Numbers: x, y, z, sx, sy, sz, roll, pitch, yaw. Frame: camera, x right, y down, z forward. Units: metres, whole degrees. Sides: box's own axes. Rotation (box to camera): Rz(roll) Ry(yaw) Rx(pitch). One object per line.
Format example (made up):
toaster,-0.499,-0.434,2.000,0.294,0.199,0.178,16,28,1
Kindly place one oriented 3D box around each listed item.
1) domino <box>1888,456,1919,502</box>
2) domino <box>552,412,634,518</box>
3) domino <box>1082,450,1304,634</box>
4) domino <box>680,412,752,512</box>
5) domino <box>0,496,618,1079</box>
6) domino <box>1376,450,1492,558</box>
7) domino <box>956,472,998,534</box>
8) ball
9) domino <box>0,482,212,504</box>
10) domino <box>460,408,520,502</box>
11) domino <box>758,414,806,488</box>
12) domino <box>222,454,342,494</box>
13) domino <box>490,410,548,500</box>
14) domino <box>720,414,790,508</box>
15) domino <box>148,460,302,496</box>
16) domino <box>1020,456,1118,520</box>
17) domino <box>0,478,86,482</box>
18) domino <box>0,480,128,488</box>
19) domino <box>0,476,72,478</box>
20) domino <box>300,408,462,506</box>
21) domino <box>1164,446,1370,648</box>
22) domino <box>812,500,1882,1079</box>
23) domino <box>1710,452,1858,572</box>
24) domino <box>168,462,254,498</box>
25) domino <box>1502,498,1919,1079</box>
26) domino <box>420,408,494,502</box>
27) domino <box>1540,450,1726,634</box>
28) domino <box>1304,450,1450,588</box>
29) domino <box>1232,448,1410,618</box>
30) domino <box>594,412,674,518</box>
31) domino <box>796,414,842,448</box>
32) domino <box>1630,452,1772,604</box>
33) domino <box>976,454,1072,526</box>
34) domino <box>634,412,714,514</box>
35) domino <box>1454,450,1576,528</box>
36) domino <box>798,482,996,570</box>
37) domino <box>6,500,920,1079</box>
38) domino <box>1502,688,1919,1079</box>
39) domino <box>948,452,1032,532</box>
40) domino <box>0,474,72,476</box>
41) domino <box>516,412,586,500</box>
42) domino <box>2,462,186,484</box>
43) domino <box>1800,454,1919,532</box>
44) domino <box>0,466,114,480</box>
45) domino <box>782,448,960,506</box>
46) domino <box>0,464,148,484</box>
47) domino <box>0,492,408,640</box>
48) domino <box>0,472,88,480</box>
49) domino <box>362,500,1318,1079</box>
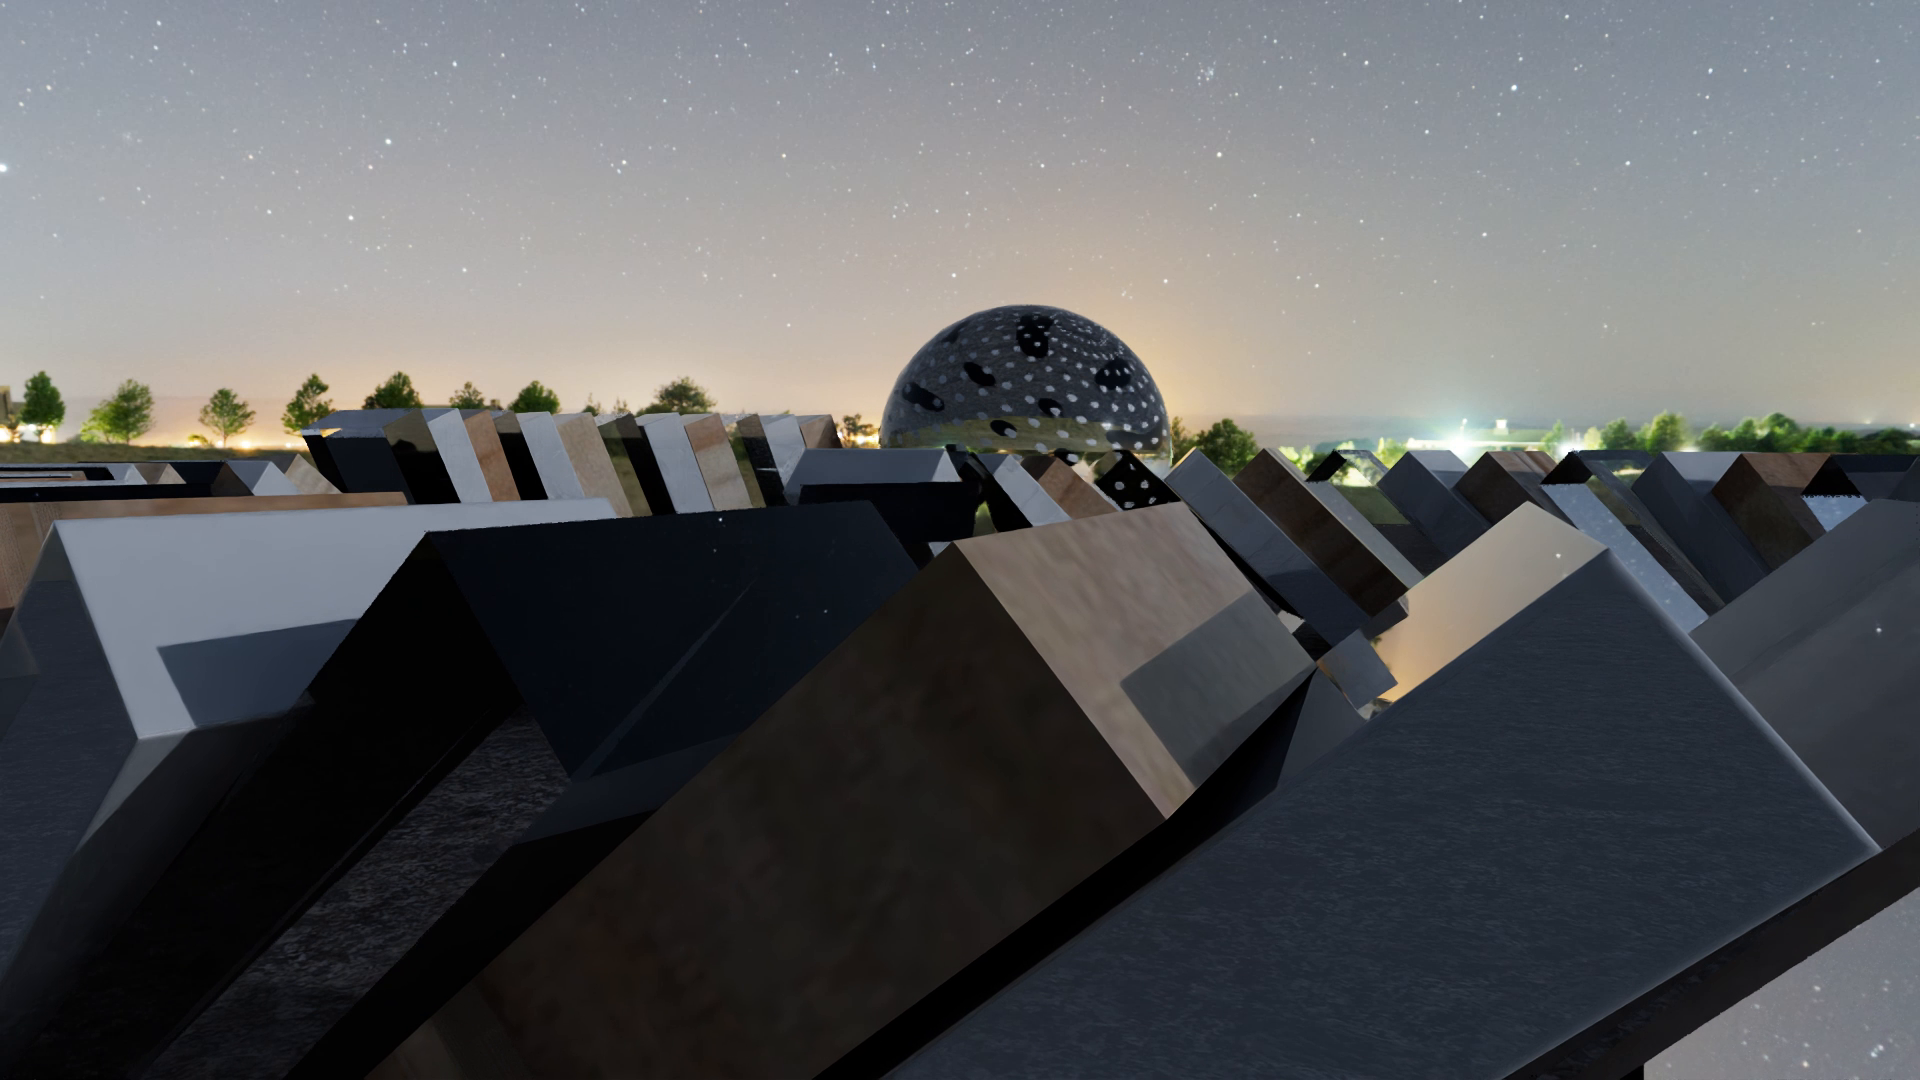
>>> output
domino,0.161,0.008,0.185,0.025,0.009,0.050,0,46,1
domino,-0.090,-0.006,0.317,0.009,0.050,0.025,-29,19,-31
domino,0.048,0.002,0.270,0.050,0.009,0.025,43,2,-5
domino,-0.063,-0.008,0.334,0.010,0.050,0.025,-26,17,-28
domino,-0.039,0.018,0.067,0.050,0.010,0.025,-45,-22,29
domino,0.110,0.002,0.262,0.025,0.010,0.050,-5,50,-50
domino,-0.003,0.005,0.229,0.025,0.010,0.050,3,-38,40
ball,0.017,-0.024,0.349,0.080,0.080,0.080,0,4,0
domino,-0.066,0.016,0.085,0.025,0.009,0.050,-4,-35,-40
domino,-0.109,-0.004,0.287,0.025,0.050,0.009,3,27,31
domino,-0.046,-0.008,0.344,0.009,0.050,0.025,-26,17,-28
domino,-0.119,0.004,0.243,0.025,0.009,0.050,-2,-37,23
domino,-0.105,-0.005,0.299,0.025,0.050,0.010,4,28,41
domino,-0.054,-0.008,0.338,0.009,0.050,0.025,-26,17,-28
domino,-0.119,0.006,0.228,0.025,0.009,0.050,1,-36,15
domino,0.032,0.003,0.265,0.050,0.009,0.025,41,-4,-11
domino,-0.086,0.014,0.108,0.025,0.009,0.050,-3,-36,-30
domino,-0.077,0.015,0.096,0.025,0.009,0.050,-3,-35,-35
domino,-0.095,0.014,0.122,0.025,0.009,0.050,-2,-36,-25
domino,-0.113,-0.002,0.263,0.025,0.050,0.009,2,30,29
domino,0.064,0.001,0.273,0.050,0.009,0.025,45,9,3
domino,0.006,0.019,0.051,0.050,0.009,0.025,-42,-9,18
domino,0.153,0.006,0.216,0.025,0.009,0.050,-1,47,-13
domino,-0.120,0.007,0.212,0.025,0.009,0.050,1,-36,9
domino,0.021,0.019,0.049,0.050,0.010,0.025,-41,-5,13
domino,-0.111,-0.003,0.275,0.025,0.050,0.010,3,28,31
domino,0.136,0.004,0.242,0.025,0.009,0.050,-3,49,-32
domino,0.097,0.002,0.269,0.050,0.010,0.025,50,27,20
domino,0.081,0.001,0.273,0.050,0.009,0.025,47,17,11
domino,-0.081,-0.007,0.323,0.009,0.050,0.025,-28,18,-28
domino,-0.037,-0.009,0.348,0.010,0.050,0.025,-26,17,-28
domino,0.147,0.005,0.230,0.025,0.009,0.050,-1,47,-19
domino,0.017,0.003,0.256,0.050,0.009,0.025,45,-16,-23
domino,-0.072,-0.007,0.329,0.009,0.050,0.025,-26,17,-28
domino,0.124,0.003,0.253,0.025,0.010,0.050,-4,49,-41
domino,-0.005,0.009,0.192,0.025,0.010,0.050,-1,-32,13
domino,-0.024,0.018,0.061,0.050,0.010,0.025,-43,-17,25
domino,0.037,0.019,0.048,0.050,0.009,0.025,-41,-1,8
domino,0.005,0.004,0.243,0.025,0.009,0.050,4,-37,49
domino,-0.103,0.013,0.135,0.025,0.010,0.050,-2,-36,-20
domino,-0.098,-0.006,0.309,0.009,0.050,0.025,-29,20,-31
domino,-0.121,0.008,0.197,0.025,0.009,0.050,0,-36,5
domino,0.158,0.007,0.201,0.025,0.009,0.050,0,47,-5
domino,-0.115,0.010,0.165,0.025,0.010,0.050,-1,-36,-9
domino,-0.007,0.006,0.213,0.025,0.010,0.050,2,-40,26
domino,-0.119,0.009,0.181,0.025,0.010,0.050,0,-37,-2
domino,-0.052,0.017,0.076,0.025,0.009,0.050,-5,-34,-49
domino,-0.109,0.012,0.150,0.025,0.009,0.050,-1,-36,-15
domino,-0.009,0.018,0.055,0.050,0.009,0.025,-42,-13,21
